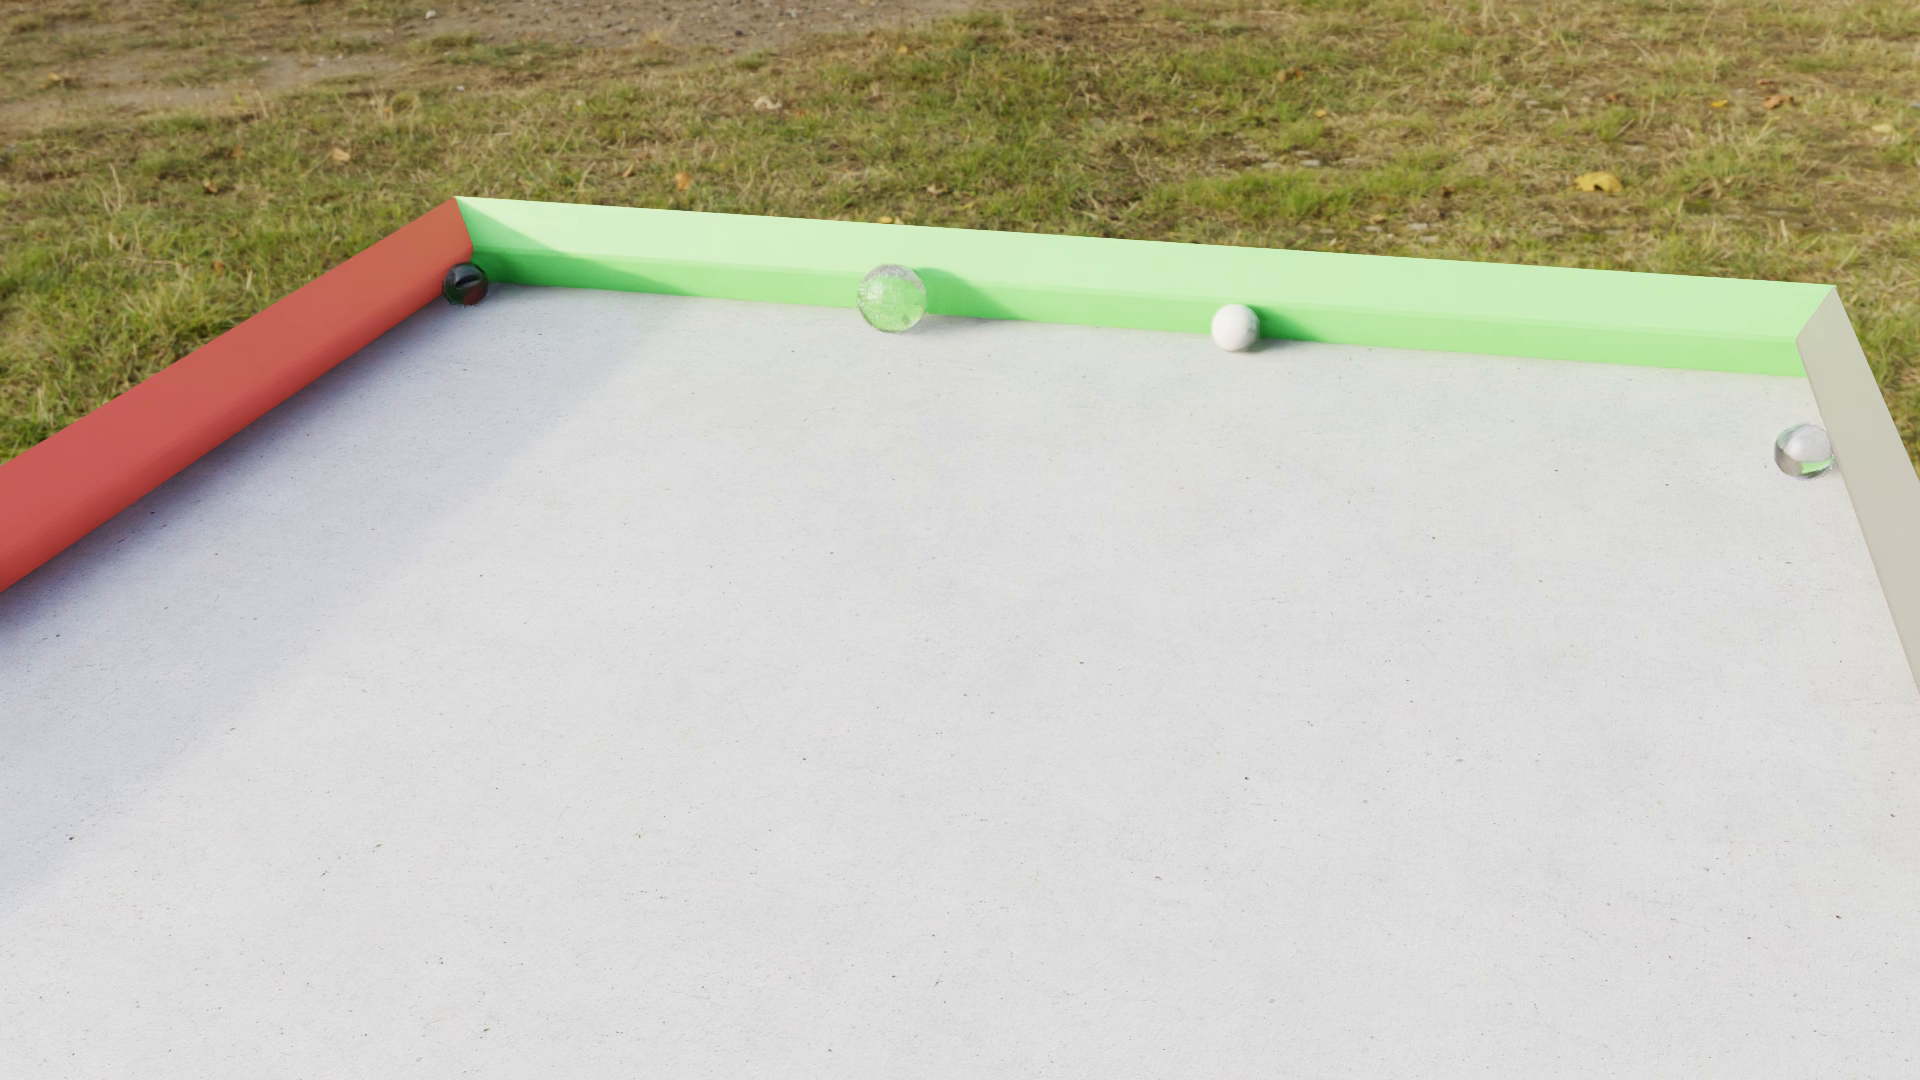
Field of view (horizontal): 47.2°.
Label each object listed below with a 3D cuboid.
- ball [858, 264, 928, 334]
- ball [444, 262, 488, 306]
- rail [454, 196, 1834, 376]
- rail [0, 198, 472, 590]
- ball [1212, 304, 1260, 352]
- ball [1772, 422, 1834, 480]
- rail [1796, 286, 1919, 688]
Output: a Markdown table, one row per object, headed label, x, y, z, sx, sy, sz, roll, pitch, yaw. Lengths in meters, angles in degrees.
| label | x | y | z | sx | sy | sz | roll | pitch | yaw |
| --- | --- | --- | --- | --- | --- | --- | --- | --- | --- |
| ball | -0.097 | -0.345 | 3.138 | 0.099 | 0.099 | 0.099 | 0 | 24 | 0 |
| ball | -0.731 | -0.378 | 3.255 | 0.065 | 0.065 | 0.065 | 0 | 24 | 0 |
| rail | 0.193 | -0.362 | 3.136 | 1.984 | 0.129 | 0.045 | 5 | 25 | 12 |
| rail | -1.142 | 0.233 | 1.798 | 0.045 | 0.129 | 3.505 | 5 | 25 | 12 |
| ball | 0.385 | -0.296 | 3.067 | 0.067 | 0.067 | 0.067 | 0 | 24 | 0 |
| ball | 1.012 | -0.106 | 2.640 | 0.068 | 0.068 | 0.068 | 0 | 24 | 0 |
| rail | 0.745 | 0.411 | 1.397 | 0.045 | 0.129 | 3.505 | 5 | 25 | 12 |
